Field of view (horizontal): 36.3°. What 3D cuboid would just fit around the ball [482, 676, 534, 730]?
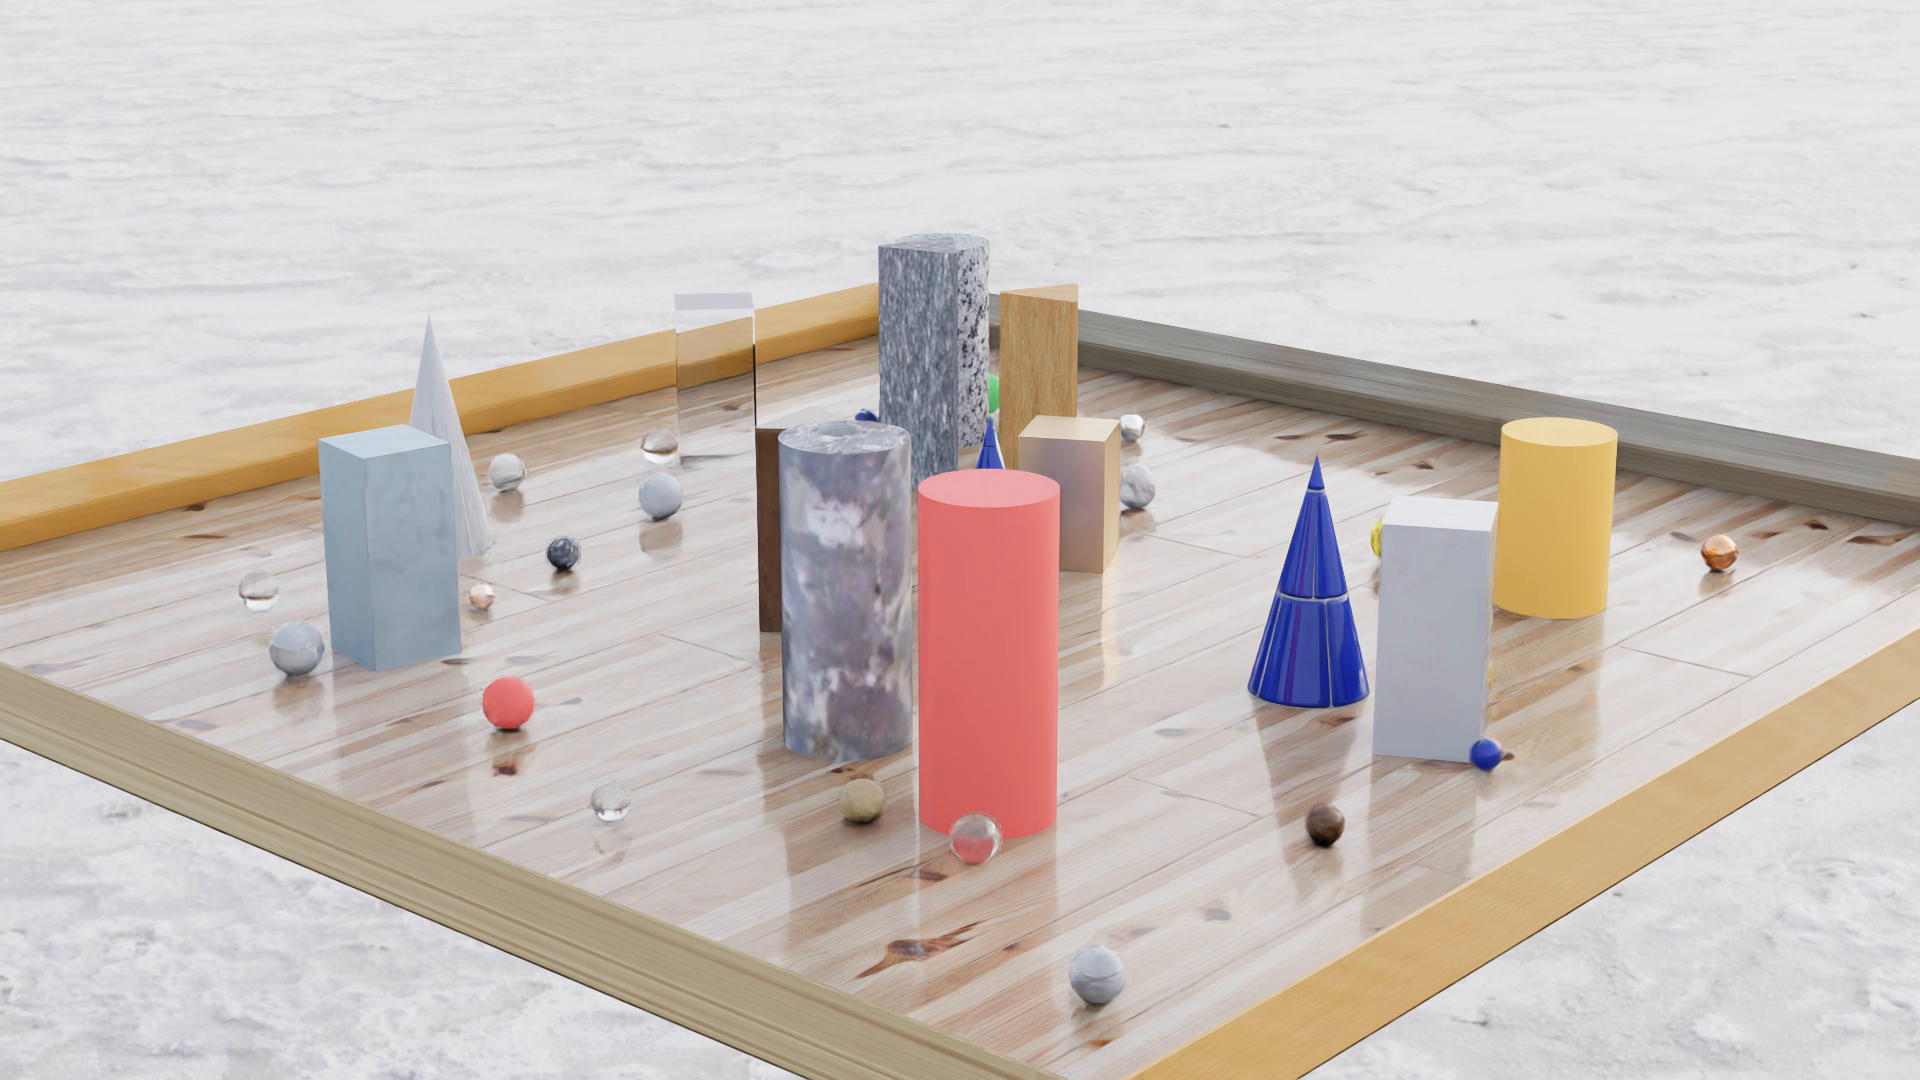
[{"bbox_3d":[-0.691,0.249,4.485,0.080,0.080,0.080,0,17,0],"label":"ball"}]

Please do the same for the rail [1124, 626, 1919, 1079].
[{"bbox_3d":[1.113,0.311,4.195,0.045,0.127,3.000,14,22,39],"label":"rail"}]

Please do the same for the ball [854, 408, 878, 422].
[{"bbox_3d":[-0.198,-0.251,6.193,0.052,0.052,0.052,0,17,0],"label":"ball"}]

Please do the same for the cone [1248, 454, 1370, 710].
[{"bbox_3d":[0.555,0.051,4.612,0.196,0.387,0.196,0,17,0],"label":"cone"}]

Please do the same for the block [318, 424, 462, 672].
[{"bbox_3d":[-0.932,0.011,4.794,0.157,0.358,0.157,-13,21,-37],"label":"block"}]

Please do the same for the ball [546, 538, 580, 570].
[{"bbox_3d":[-0.713,0.024,5.270,0.058,0.058,0.058,0,17,0],"label":"ball"}]

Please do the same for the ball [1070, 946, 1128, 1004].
[{"bbox_3d":[0.168,0.529,3.571,0.071,0.071,0.071,0,17,0],"label":"ball"}]

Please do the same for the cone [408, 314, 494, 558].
[{"bbox_3d":[-0.959,-0.201,5.357,0.196,0.437,0.196,0,17,0],"label":"cone"}]

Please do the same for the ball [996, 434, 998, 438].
[{"bbox_3d":[0.114,-0.188,5.910,0.093,0.093,0.093,0,17,0],"label":"ball"}]

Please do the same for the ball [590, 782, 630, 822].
[{"bbox_3d":[-0.492,0.368,4.132,0.056,0.056,0.056,0,17,0],"label":"ball"}]

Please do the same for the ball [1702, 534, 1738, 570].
[{"bbox_3d":[1.364,0.022,5.265,0.064,0.064,0.064,0,17,0],"label":"ball"}]

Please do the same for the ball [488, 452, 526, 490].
[{"bbox_3d":[-0.891,-0.134,5.767,0.074,0.074,0.074,0,17,0],"label":"ball"}]

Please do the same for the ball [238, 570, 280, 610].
[{"bbox_3d":[-1.204,0.087,5.040,0.069,0.069,0.069,0,17,0],"label":"ball"}]

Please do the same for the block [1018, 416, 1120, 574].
[{"bbox_3d":[0.198,-0.084,5.303,0.157,0.245,0.157,4,17,13],"label":"block"}]

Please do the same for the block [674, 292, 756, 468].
[{"bbox_3d":[-0.497,-0.326,5.963,0.157,0.327,0.157,-2,17,-6],"label":"block"}]

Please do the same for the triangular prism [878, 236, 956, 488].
[{"bbox_3d":[-0.051,-0.350,5.782,0.169,0.478,0.147,8,19,26],"label":"triangular prism"}]

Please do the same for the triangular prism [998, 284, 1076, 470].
[{"bbox_3d":[0.187,-0.288,5.707,0.169,0.403,0.147,10,20,31],"label":"triangular prism"}]

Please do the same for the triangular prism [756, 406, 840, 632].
[{"bbox_3d":[-0.250,-0.036,4.956,0.169,0.354,0.147,0,17,2],"label":"triangular prism"}]

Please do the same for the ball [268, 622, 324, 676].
[{"bbox_3d":[-1.068,0.174,4.721,0.087,0.087,0.087,0,17,0],"label":"ball"}]

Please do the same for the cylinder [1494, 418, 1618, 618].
[{"bbox_3d":[1.024,-0.040,5.054,0.196,0.304,0.196,0,17,0],"label":"cylinder"}]

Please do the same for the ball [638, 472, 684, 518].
[{"bbox_3d":[-0.569,-0.085,5.580,0.086,0.086,0.086,0,17,0],"label":"ball"}]

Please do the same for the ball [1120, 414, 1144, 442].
[{"bbox_3d":[0.357,-0.235,6.128,0.058,0.058,0.058,0,17,0],"label":"ball"}]

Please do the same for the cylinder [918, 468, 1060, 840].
[{"bbox_3d":[0.040,0.158,4.092,0.196,0.481,0.196,0,17,0],"label":"cylinder"}]

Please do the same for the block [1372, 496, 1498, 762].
[{"bbox_3d":[0.712,0.132,4.390,0.157,0.359,0.157,4,17,14],"label":"block"}]

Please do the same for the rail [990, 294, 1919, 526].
[{"bbox_3d":[0.968,-0.290,6.187,2.994,0.127,0.045,14,22,39],"label":"rail"}]

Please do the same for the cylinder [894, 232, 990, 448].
[{"bbox_3d":[-0.037,-0.417,6.111,0.196,0.416,0.196,0,17,0],"label":"cylinder"}]

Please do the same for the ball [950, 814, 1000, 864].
[{"bbox_3d":[0.021,0.406,3.986,0.068,0.068,0.068,0,17,0],"label":"ball"}]

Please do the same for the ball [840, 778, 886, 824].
[{"bbox_3d":[-0.137,0.367,4.122,0.064,0.064,0.064,0,17,0],"label":"ball"}]

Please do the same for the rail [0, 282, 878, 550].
[{"bbox_3d":[-1.113,-0.247,6.045,0.045,0.127,3.000,14,22,39],"label":"rail"}]

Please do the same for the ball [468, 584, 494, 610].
[{"bbox_3d":[-0.823,0.098,5.048,0.045,0.045,0.045,0,17,0],"label":"ball"}]

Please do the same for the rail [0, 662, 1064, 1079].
[{"bbox_3d":[-0.968,0.354,4.053,2.994,0.127,0.045,14,22,39],"label":"rail"}]

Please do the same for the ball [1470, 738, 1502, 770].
[{"bbox_3d":[0.776,0.315,4.322,0.047,0.047,0.047,0,17,0],"label":"ball"}]

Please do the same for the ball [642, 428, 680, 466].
[{"bbox_3d":[-0.607,-0.190,5.939,0.076,0.076,0.076,0,17,0],"label":"ball"}]

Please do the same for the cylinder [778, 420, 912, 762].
[{"bbox_3d":[-0.170,0.075,4.382,0.196,0.473,0.196,0,17,0],"label":"cylinder"}]

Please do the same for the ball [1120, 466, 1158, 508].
[{"bbox_3d":[0.339,-0.102,5.644,0.083,0.083,0.083,0,17,0],"label":"ball"}]

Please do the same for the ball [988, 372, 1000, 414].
[{"bbox_3d":[0.047,-0.316,6.330,0.097,0.097,0.097,0,17,0],"label":"ball"}]

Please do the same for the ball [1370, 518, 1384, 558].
[{"bbox_3d":[0.787,-0.002,5.301,0.089,0.089,0.089,0,17,0],"label":"ball"}]

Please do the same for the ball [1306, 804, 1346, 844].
[{"bbox_3d":[0.505,0.393,4.052,0.055,0.055,0.055,0,17,0],"label":"ball"}]

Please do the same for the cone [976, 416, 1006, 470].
[{"bbox_3d":[0.051,-0.037,4.949,0.196,0.361,0.196,0,17,0],"label":"cone"}]

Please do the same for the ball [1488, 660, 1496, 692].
[{"bbox_3d":[0.811,0.212,4.625,0.070,0.070,0.070,0,17,0],"label":"ball"}]
